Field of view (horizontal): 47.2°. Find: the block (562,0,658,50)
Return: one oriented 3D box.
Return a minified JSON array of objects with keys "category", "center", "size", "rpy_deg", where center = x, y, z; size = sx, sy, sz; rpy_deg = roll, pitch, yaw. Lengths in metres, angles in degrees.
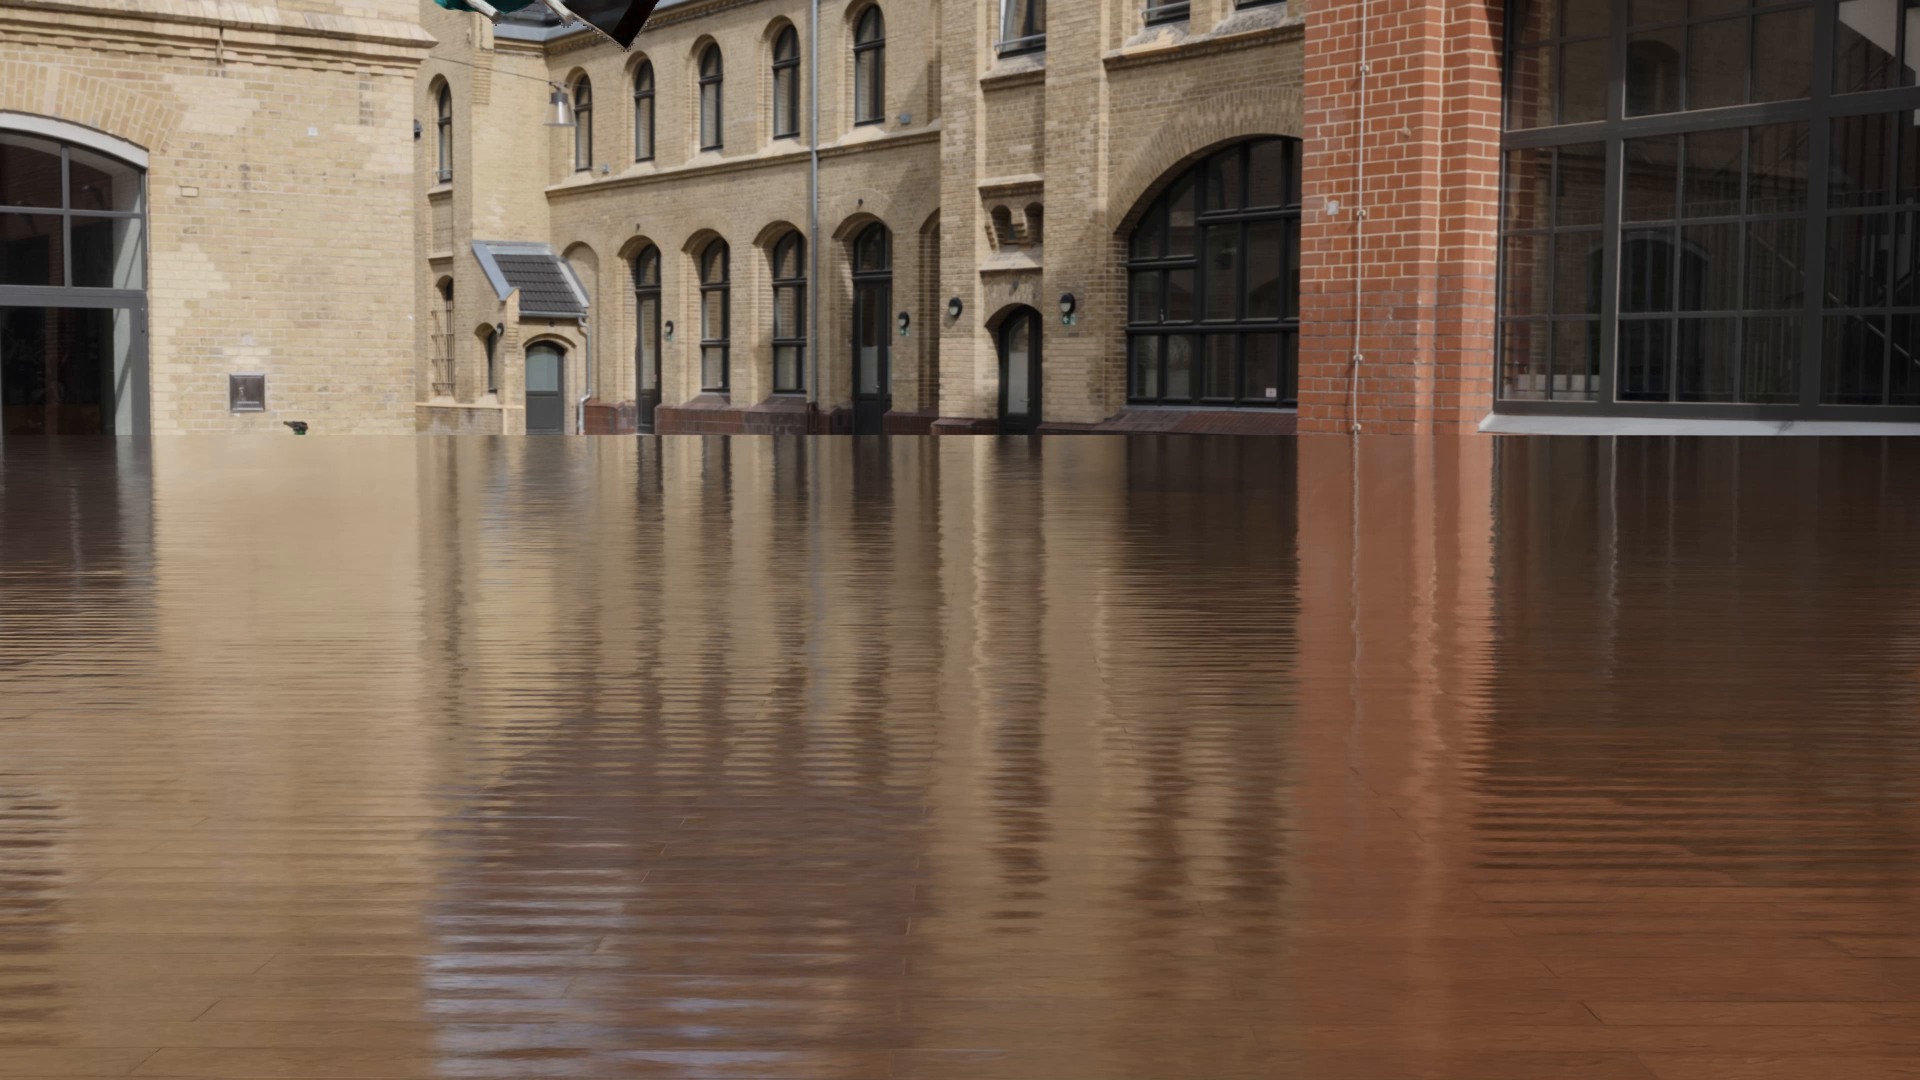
[{"category":"block","center":[-1.311,-2.082,8.381],"size":[0.264,0.302,0.133],"rpy_deg":[35,3,22]}]
